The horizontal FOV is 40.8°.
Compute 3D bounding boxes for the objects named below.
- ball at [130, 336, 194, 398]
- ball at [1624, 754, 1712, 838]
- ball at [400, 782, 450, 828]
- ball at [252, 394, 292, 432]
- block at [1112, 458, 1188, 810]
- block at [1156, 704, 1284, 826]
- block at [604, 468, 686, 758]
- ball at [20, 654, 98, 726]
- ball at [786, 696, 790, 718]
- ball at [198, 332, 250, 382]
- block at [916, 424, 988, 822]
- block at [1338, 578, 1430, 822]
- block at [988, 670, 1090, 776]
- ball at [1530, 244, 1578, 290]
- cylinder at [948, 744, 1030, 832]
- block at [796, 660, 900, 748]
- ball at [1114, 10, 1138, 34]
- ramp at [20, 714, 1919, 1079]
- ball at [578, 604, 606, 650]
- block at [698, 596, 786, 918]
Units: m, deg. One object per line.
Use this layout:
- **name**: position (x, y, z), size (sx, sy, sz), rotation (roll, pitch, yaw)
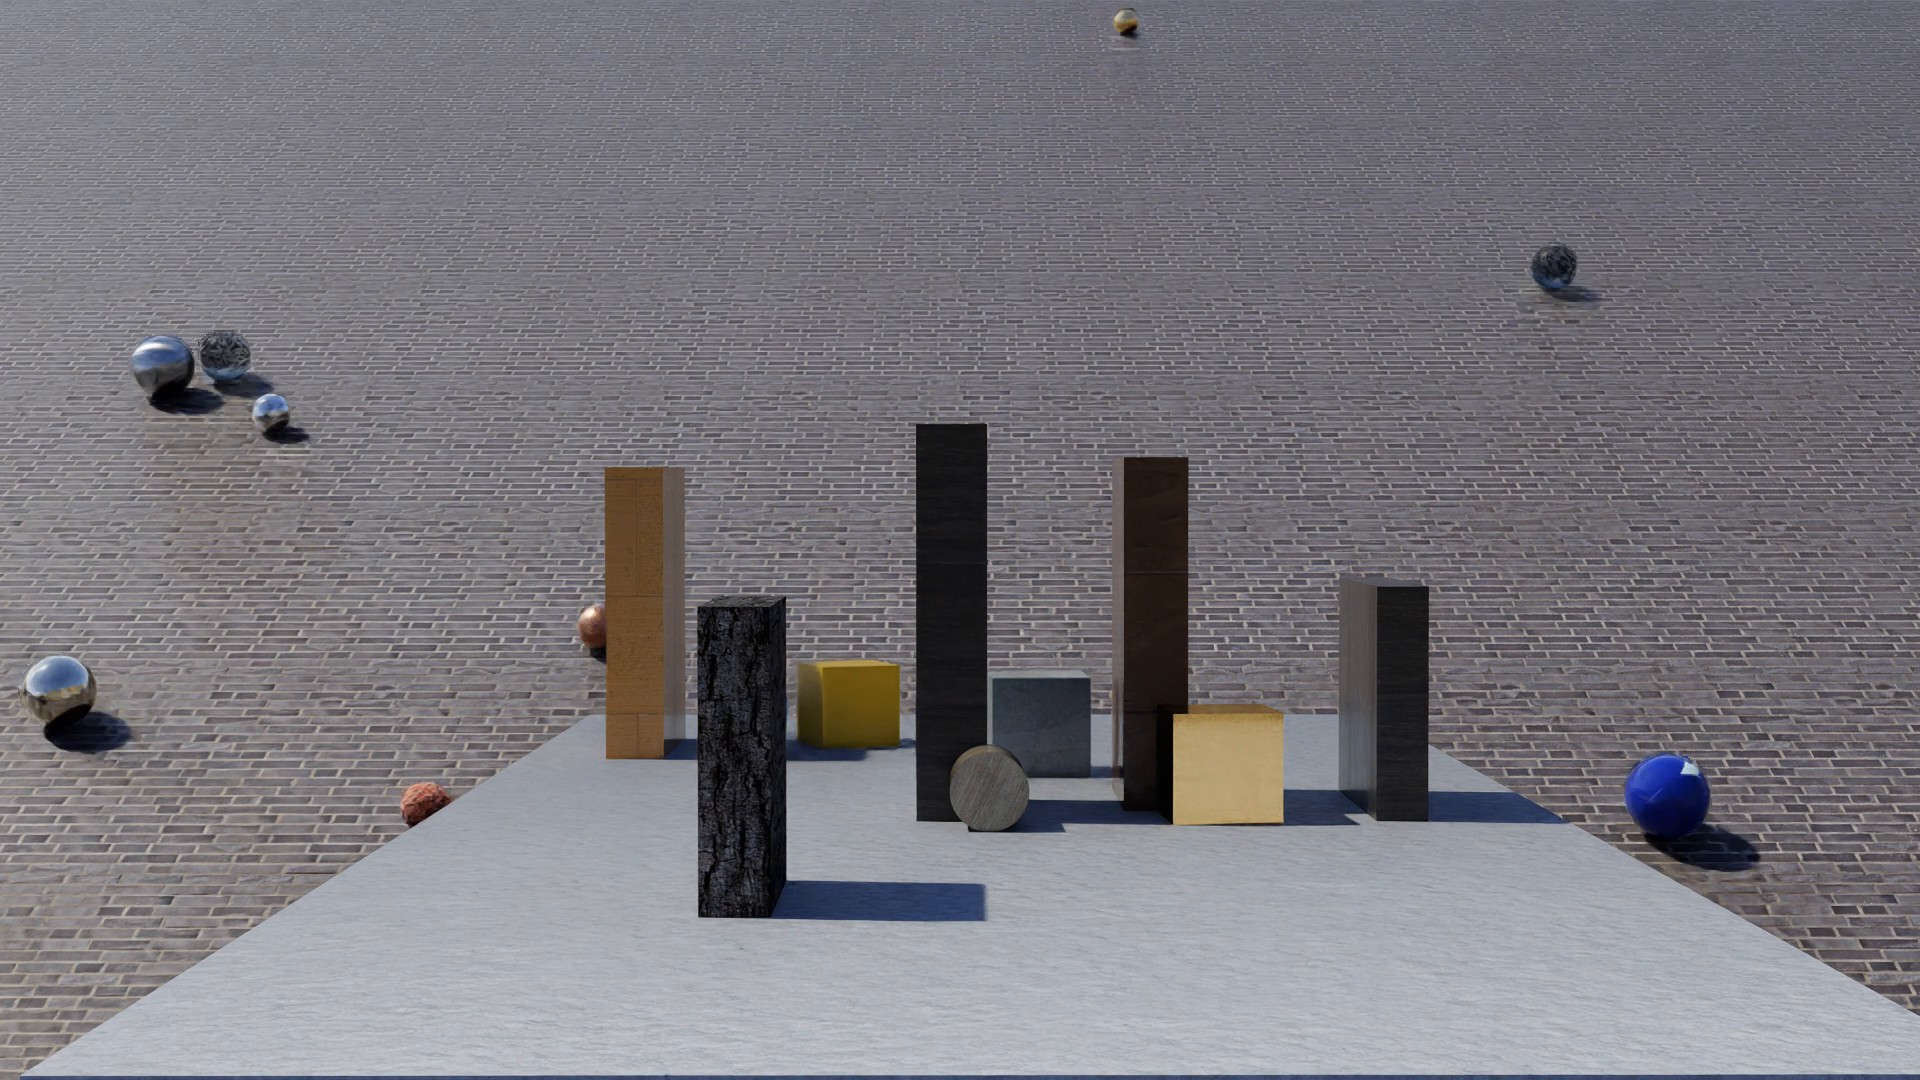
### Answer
- **ball**: position (-2.663, -0.580, 8.620), size (0.204, 0.204, 0.204), rotation (0, 26, 0)
- **ball**: position (1.701, 0.617, 6.204), size (0.201, 0.201, 0.201), rotation (0, 26, 0)
- **ball**: position (-1.292, 0.644, 6.239), size (0.121, 0.121, 0.121), rotation (0, 26, 0)
- **ball**: position (-2.233, -0.412, 8.370), size (0.124, 0.124, 0.124), rotation (0, 26, 0)
- **block**: position (0.352, 0.166, 4.812), size (0.116, 0.636, 0.350), rotation (0, 1, 0)
- **block**: position (0.456, 0.394, 4.549), size (0.192, 0.192, 0.192), rotation (0, 1, -4)
- **block**: position (-0.696, 0.152, 5.737), size (0.124, 0.624, 0.443), rotation (0, 1, 0)
- **ball**: position (-2.332, 0.390, 6.679), size (0.186, 0.186, 0.186), rotation (0, 26, 0)
- **ball**: position (-0.467, 0.390, 6.049), size (0.133, 0.133, 0.133), rotation (0, 26, 0)
- **ball**: position (-2.491, -0.620, 8.738), size (0.171, 0.171, 0.171), rotation (0, 26, 0)
- **block**: position (-0.015, 0.141, 4.653), size (0.124, 0.693, 0.320), rotation (0, 1, 0)
- **block**: position (0.771, 0.281, 4.719), size (0.091, 0.410, 0.445), rotation (0, 1, 0)
- **block**: position (0.158, 0.374, 5.282), size (0.199, 0.199, 0.199), rotation (0, 1, -4)
- **ball**: position (2.191, -1.006, 9.522), size (0.168, 0.168, 0.168), rotation (0, 26, 0)
- **cylinder**: position (0.049, 0.425, 4.432), size (0.135, 0.135, 0.135), rotation (-1, 1, -1)
- **block**: position (-0.254, 0.371, 5.846), size (0.181, 0.181, 0.181), rotation (-1, 1, -22)
- **ball**: position (0.819, -2.550, 12.695), size (0.122, 0.122, 0.122), rotation (0, 26, 0)
- **ramp**: position (0.060, 0.539, 4.575), size (2.000, 0.100, 4.000), rotation (0, 1, 0)
- **ball**: position (-0.980, 0.237, 7.051), size (0.130, 0.130, 0.130), rotation (0, 26, 0)
- **block**: position (-0.307, 0.298, 3.667), size (0.099, 0.423, 0.329), rotation (0, 1, 0)
